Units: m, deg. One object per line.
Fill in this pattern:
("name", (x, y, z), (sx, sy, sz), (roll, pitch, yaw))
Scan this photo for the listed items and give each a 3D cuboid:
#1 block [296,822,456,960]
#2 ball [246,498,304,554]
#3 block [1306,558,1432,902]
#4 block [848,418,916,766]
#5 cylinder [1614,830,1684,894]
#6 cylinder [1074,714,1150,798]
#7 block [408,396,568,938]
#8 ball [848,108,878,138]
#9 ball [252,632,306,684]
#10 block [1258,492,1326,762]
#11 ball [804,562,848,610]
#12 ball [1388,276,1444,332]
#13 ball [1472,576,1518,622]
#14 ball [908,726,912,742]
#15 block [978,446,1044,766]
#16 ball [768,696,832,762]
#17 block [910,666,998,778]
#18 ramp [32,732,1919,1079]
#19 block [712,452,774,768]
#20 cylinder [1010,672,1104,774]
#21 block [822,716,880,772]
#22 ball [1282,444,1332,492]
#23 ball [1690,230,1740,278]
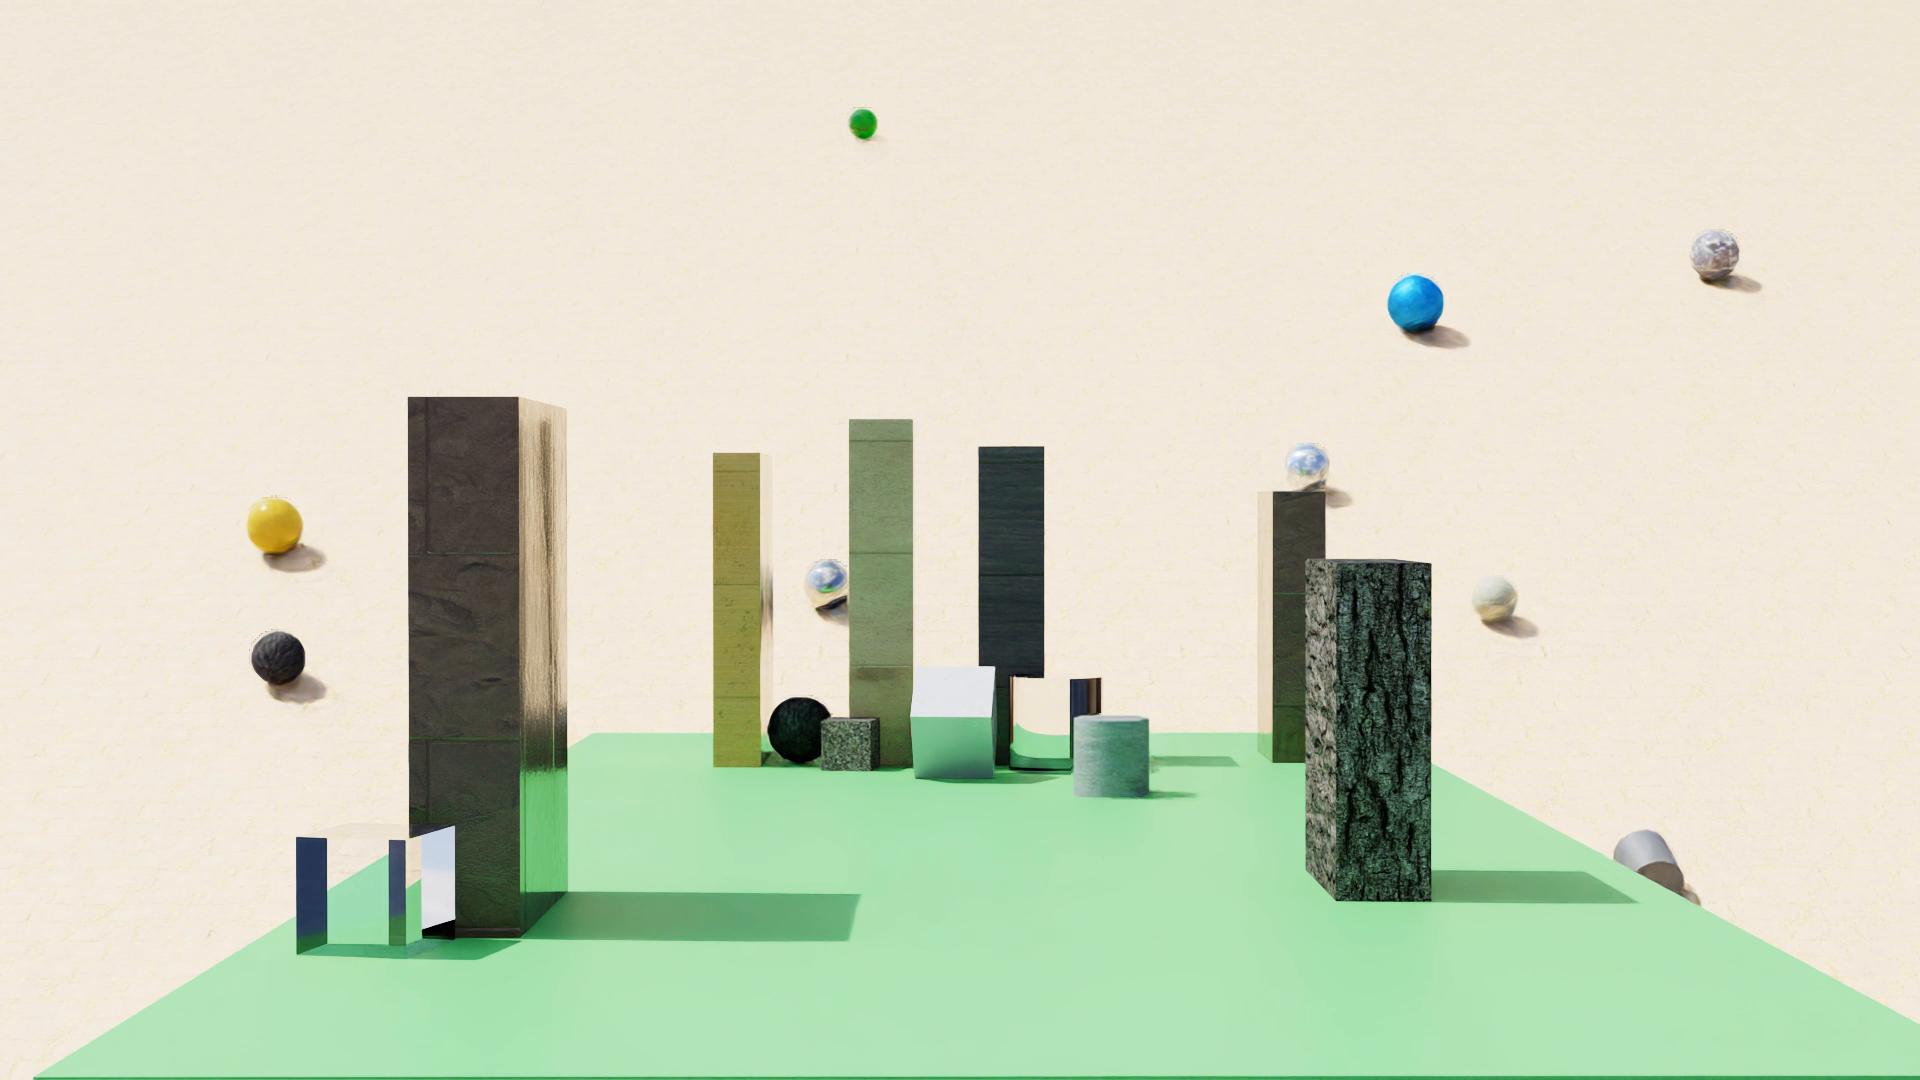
("block", (-0.762, 0.456, 3.375), (0.152, 0.152, 0.152), (0, 1, 13))
("ball", (-2.022, -0.041, 7.624), (0.164, 0.164, 0.164), (0, 28, 0))
("block", (0.617, 0.278, 3.927), (0.139, 0.493, 0.332), (0, 1, 0))
("block", (-0.175, 0.116, 5.861), (0.143, 0.772, 0.246), (0, 1, 0))
("cylinder", (1.630, 0.778, 6.120), (0.130, 0.130, 0.130), (-1, 28, -3))
("cylinder", (0.303, 0.433, 5.181), (0.153, 0.153, 0.153), (0, 1, 0))
("block", (-0.662, 0.167, 3.656), (0.148, 0.722, 0.423), (0, 1, 0))
("ball", (-0.409, -1.755, 10.892), (0.127, 0.127, 0.127), (0, 28, 0))
("ball", (-1.838, 0.319, 6.970), (0.143, 0.143, 0.143), (0, 28, 0))
("block", (0.762, 0.194, 5.954), (0.120, 0.612, 0.290), (0, 1, 0))
("ball", (-0.376, 0.129, 7.334), (0.137, 0.137, 0.137), (0, 28, 0))
("ball", (1.601, -0.830, 9.076), (0.197, 0.197, 0.197), (0, 28, 0))
("ball", (1.505, 0.167, 7.271), (0.129, 0.129, 0.129), (0, 28, 0))
("ball", (-0.026, 0.417, 5.703), (0.173, 0.173, 0.173), (0, 28, 0))
("block", (0.115, 0.145, 5.876), (0.148, 0.712, 0.241), (0, 1, 0))
("ball", (-0.359, 0.427, 5.827), (0.150, 0.150, 0.150), (0, 28, 0))
("block", (-0.011, 0.388, 5.498), (0.169, 0.169, 0.169), (0, 35, 4))
("ramp", (0.063, 0.567, 4.607), (2.000, 0.100, 4.000), (0, 1, 0))
("block", (-0.494, 0.153, 5.909), (0.105, 0.697, 0.385), (0, 1, 0))
("cylinder", (0.211, 0.401, 5.658), (0.207, 0.207, 0.207), (0, 1, 0))
("block", (-0.240, 0.449, 5.686), (0.109, 0.109, 0.109), (0, 1, 9))
("ball", (1.071, -0.221, 7.980), (0.149, 0.149, 0.149), (0, 28, 0))
("ball", (2.778, -1.049, 9.511), (0.176, 0.176, 0.176), (0, 28, 0))
